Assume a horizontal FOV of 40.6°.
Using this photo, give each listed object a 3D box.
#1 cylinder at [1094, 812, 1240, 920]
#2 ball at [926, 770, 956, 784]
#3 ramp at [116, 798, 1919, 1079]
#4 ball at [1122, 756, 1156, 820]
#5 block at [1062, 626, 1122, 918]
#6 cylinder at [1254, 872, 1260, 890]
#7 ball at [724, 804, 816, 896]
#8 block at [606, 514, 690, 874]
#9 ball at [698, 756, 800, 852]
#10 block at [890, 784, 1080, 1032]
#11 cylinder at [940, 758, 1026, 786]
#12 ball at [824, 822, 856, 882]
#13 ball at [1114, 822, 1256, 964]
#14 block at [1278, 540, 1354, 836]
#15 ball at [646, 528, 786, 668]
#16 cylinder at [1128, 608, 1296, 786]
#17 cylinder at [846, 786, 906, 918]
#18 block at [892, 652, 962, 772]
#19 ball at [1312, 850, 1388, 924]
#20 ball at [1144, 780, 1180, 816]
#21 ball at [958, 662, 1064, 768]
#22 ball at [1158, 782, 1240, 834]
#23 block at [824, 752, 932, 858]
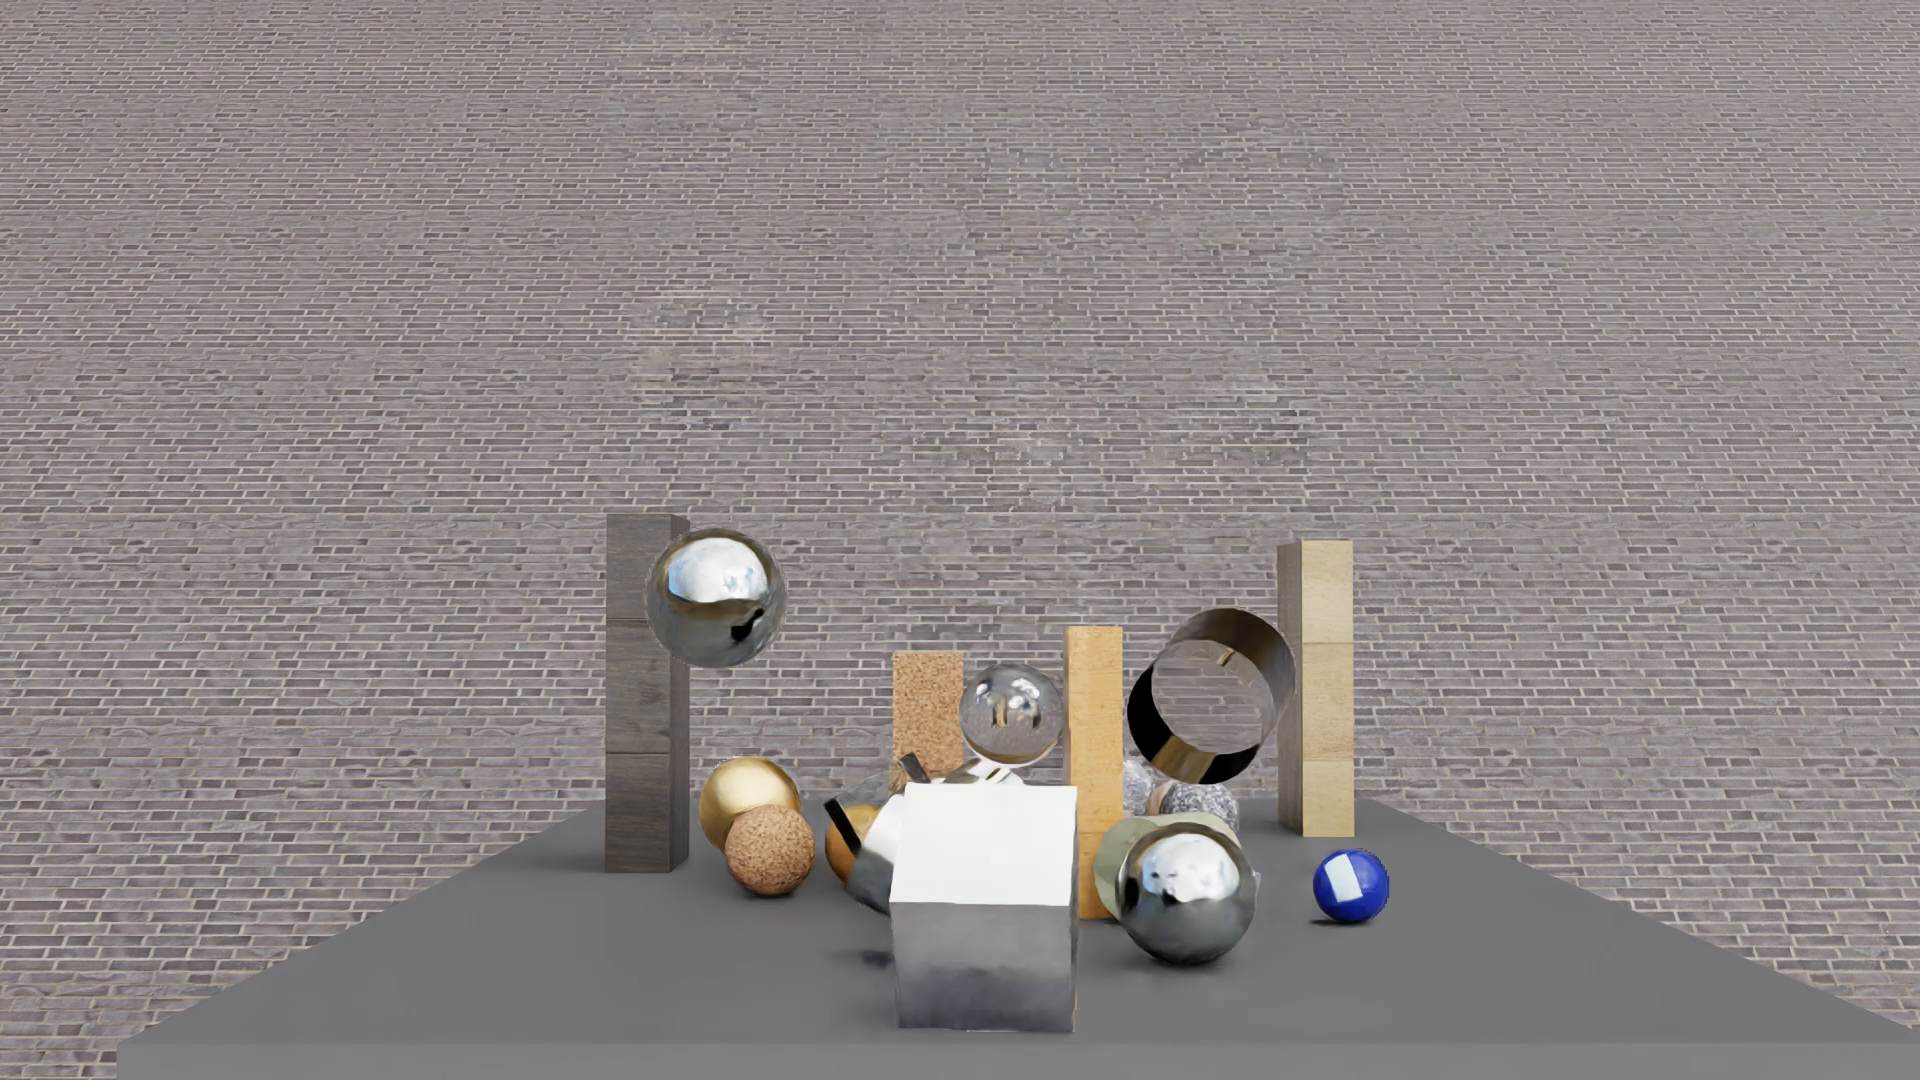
[{"bbox_3d":[0.322,0.505,3.994,0.166,0.166,0.166,31,18,37],"label":"cylinder"},{"bbox_3d":[-0.029,0.475,4.427,0.169,0.169,0.169,0,35,0],"label":"ball"},{"bbox_3d":[0.077,0.665,4.838,2.000,0.100,4.000,0,-2,0],"label":"ramp"},{"bbox_3d":[0.321,0.543,5.474,0.185,0.185,0.185,0,35,0],"label":"ball"},{"bbox_3d":[0.213,0.367,4.192,0.082,0.454,0.288,0,-2,0],"label":"block"},{"bbox_3d":[0.352,0.497,3.720,0.114,0.114,0.114,31,44,20],"label":"cylinder"},{"bbox_3d":[-0.319,0.523,4.379,0.154,0.154,0.154,0,35,0],"label":"ball"},{"bbox_3d":[-0.594,0.288,4.964,0.119,0.662,0.349,0,-2,0],"label":"block"},{"bbox_3d":[-0.367,0.467,4.529,0.179,0.179,0.179,0,35,0],"label":"ball"},{"bbox_3d":[0.032,0.414,2.934,0.194,0.194,0.194,1,36,5],"label":"block"},{"bbox_3d":[0.009,0.442,3.913,0.165,0.165,0.165,24,43,30],"label":"cylinder"},{"bbox_3d":[-0.160,0.529,4.515,0.151,0.151,0.151,0,35,0],"label":"ball"},{"bbox_3d":[0.304,0.476,3.505,0.191,0.191,0.191,0,35,0],"label":"ball"},{"bbox_3d":[0.794,0.327,5.826,0.110,0.638,0.436,0,-2,0],"label":"block"},{"bbox_3d":[-0.293,0.070,3.126,0.169,0.169,0.169,0,35,0],"label":"ball"},{"bbox_3d":[0.307,0.188,3.147,0.165,0.165,0.165,13,23,18],"label":"cylinder"},{"bbox_3d":[-0.040,0.446,3.517,0.167,0.167,0.167,27,41,12],"label":"cylinder"},{"bbox_3d":[-0.057,0.411,4.770,0.123,0.403,0.377,0,-2,0],"label":"block"},{"bbox_3d":[0.598,0.531,3.982,0.113,0.113,0.113,0,35,0],"label":"ball"},{"bbox_3d":[0.445,0.559,5.288,0.141,0.141,0.141,0,35,0],"label":"ball"},{"bbox_3d":[0.060,0.205,3.045,0.125,0.125,0.125,0,35,0],"label":"ball"},{"bbox_3d":[0.469,0.543,5.087,0.160,0.160,0.160,0,35,0],"label":"ball"},{"bbox_3d":[-0.112,0.449,4.235,0.143,0.143,0.143,-31,-3,8],"label":"block"}]
